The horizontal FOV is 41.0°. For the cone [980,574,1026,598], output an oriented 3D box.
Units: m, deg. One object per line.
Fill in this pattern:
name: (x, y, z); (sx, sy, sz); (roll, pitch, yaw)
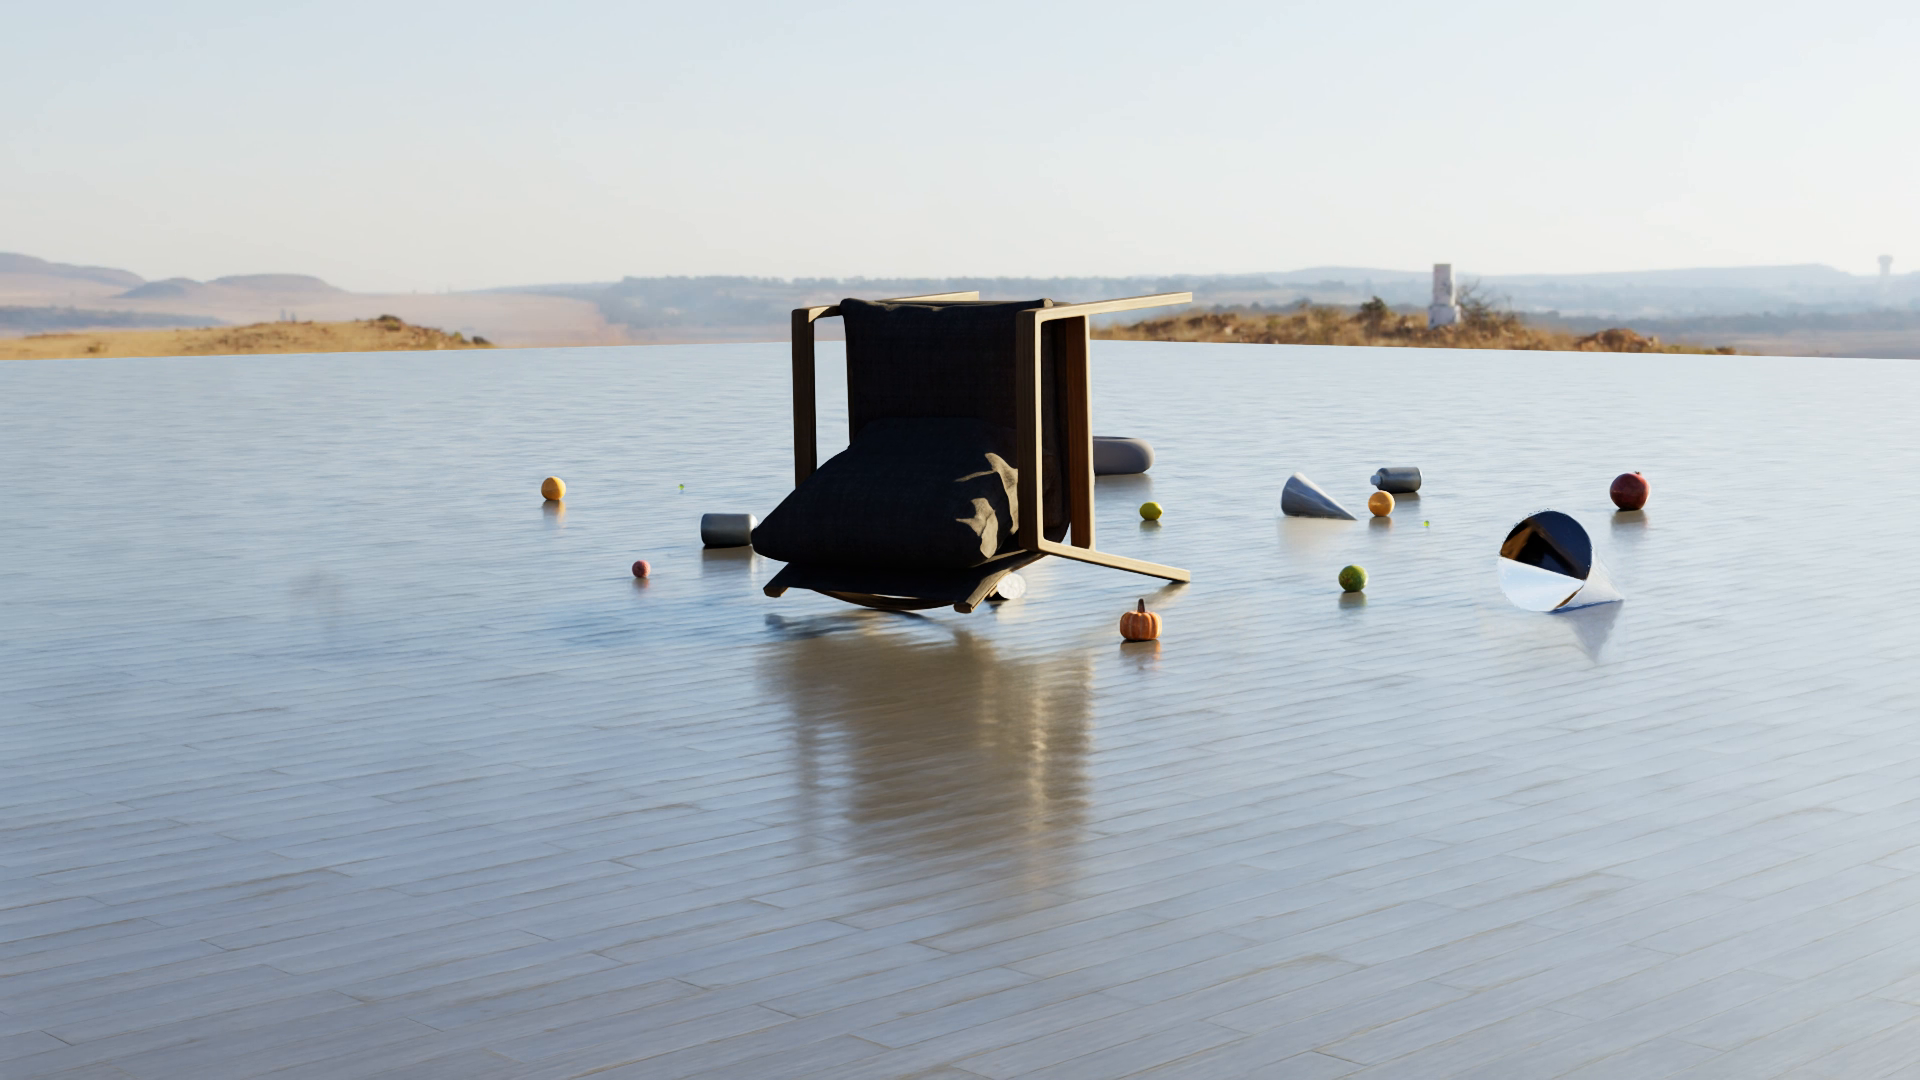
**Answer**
cone: (0.072, 0.104, 5.277); (0.085, 0.052, 0.100); (-17, -4, 36)

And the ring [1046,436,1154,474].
ring: (0.463, -0.286, 8.632); (0.388, 0.117, 0.226); (2, 7, 10)

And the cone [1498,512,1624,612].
cone: (1.255, 0.081, 5.152); (0.286, 0.203, 0.225); (21, 4, -40)

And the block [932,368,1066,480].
block: (0.128, -0.377, 8.317); (0.300, 0.309, 0.267); (-9, 2, 25)

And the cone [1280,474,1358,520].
cone: (0.996, -0.089, 6.983); (0.212, 0.117, 0.143); (24, -15, 33)
